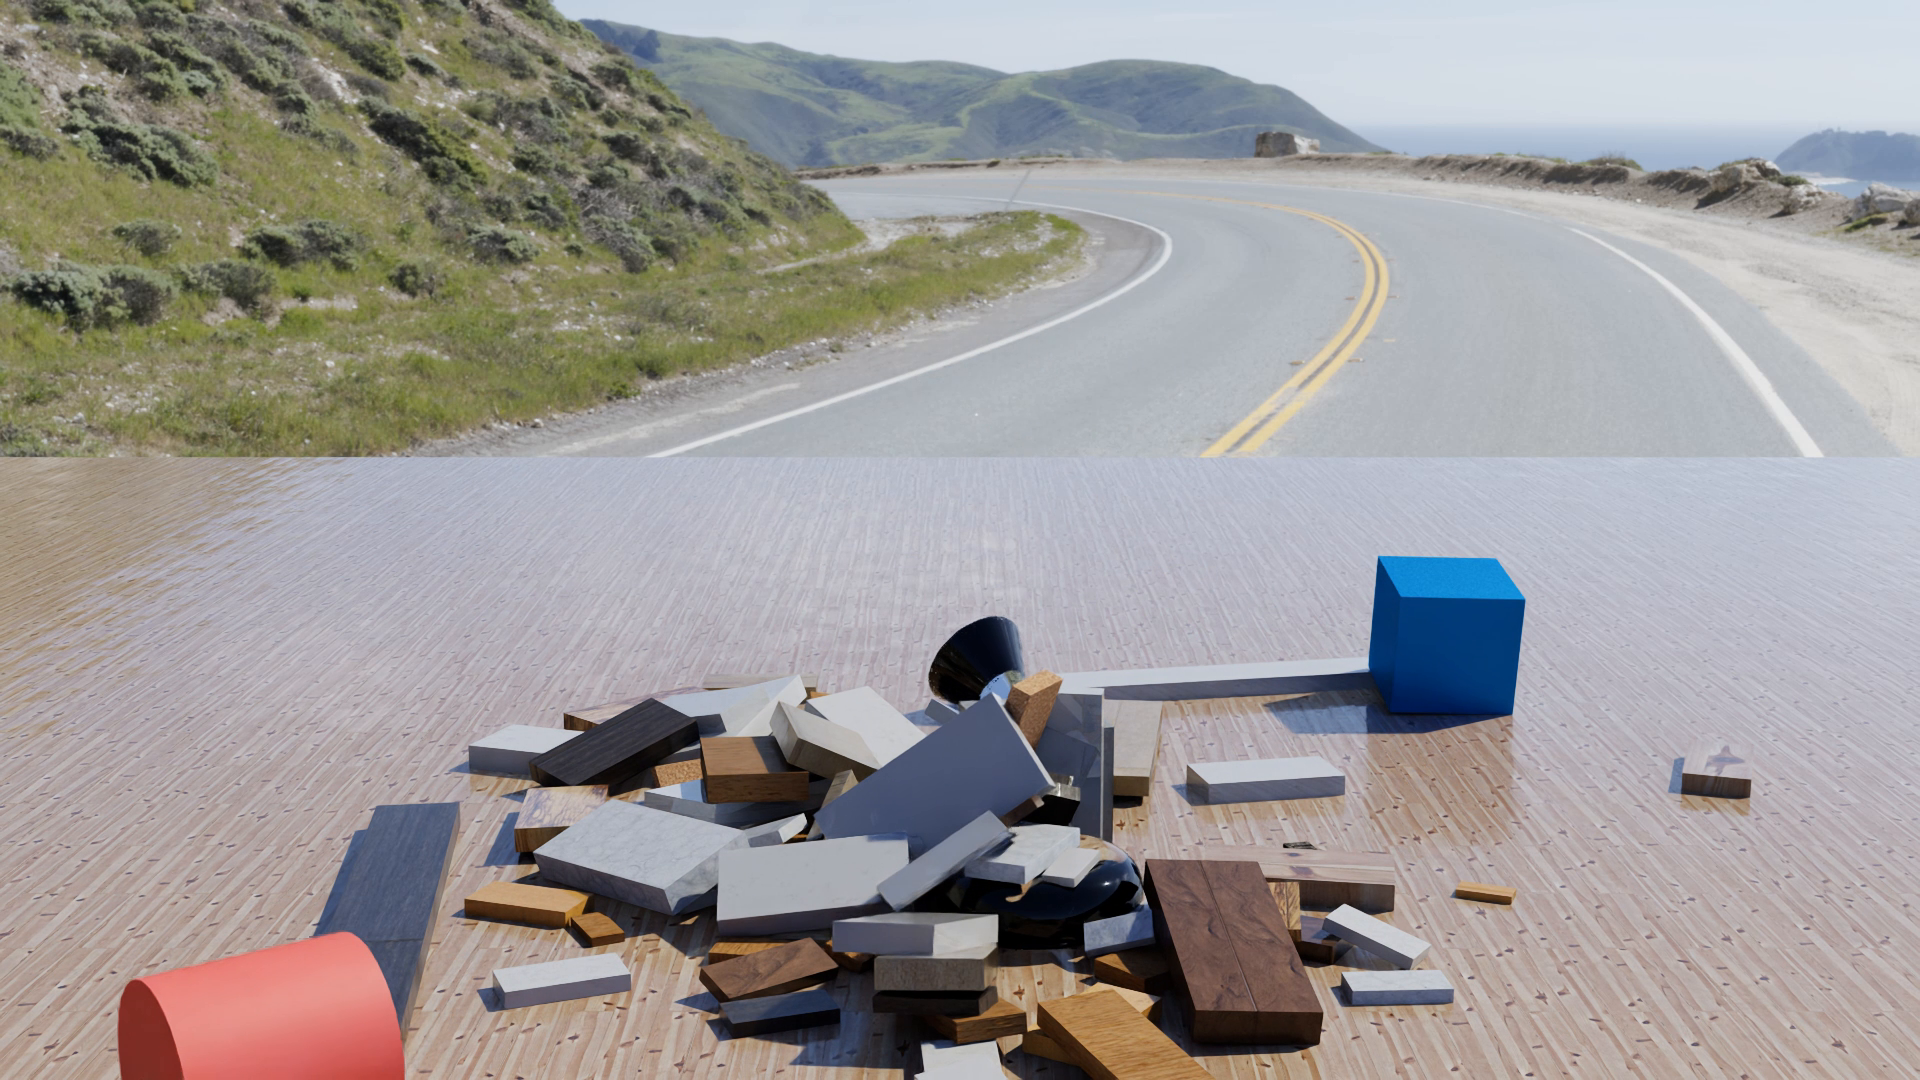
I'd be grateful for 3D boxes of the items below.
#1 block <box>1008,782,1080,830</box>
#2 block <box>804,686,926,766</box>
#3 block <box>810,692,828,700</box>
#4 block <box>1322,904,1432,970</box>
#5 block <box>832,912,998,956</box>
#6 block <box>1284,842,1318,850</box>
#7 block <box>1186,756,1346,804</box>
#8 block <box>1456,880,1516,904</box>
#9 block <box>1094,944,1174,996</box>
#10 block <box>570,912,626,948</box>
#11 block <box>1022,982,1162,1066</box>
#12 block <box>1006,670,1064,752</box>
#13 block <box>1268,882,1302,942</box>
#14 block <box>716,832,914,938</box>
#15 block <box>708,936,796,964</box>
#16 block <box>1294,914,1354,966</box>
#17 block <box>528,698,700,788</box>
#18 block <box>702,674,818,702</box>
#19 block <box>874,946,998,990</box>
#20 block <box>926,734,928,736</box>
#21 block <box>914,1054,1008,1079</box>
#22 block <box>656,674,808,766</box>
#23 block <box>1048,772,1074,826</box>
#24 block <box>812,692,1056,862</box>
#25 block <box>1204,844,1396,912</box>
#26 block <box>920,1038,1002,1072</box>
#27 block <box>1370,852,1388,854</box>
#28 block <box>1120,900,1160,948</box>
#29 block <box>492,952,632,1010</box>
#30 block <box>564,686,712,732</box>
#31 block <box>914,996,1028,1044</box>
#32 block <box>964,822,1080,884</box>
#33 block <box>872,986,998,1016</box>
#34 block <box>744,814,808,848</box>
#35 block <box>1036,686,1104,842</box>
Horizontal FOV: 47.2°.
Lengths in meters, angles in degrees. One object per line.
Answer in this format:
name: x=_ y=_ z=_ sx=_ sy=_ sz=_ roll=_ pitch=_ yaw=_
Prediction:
block: x=0.117 y=0.481 z=3.668 sx=0.105 sy=0.210 sz=0.030 roll=14 pitch=40 yaw=-9
block: x=-0.150 y=0.397 z=4.285 sx=0.157 sy=0.044 sz=0.314 roll=-10 pitch=35 yaw=-41
block: x=-0.233 y=0.381 z=4.403 sx=0.126 sy=0.036 sz=0.251 roll=8 pitch=20 yaw=-11
block: x=0.642 y=0.612 z=3.390 sx=0.149 sy=0.021 sz=0.075 roll=23 pitch=20 yaw=28
block: x=-0.061 y=0.579 z=3.241 sx=0.151 sy=0.043 sz=0.302 roll=-1 pitch=-7 yaw=18
block: x=0.605 y=0.550 z=3.850 sx=0.046 sy=0.013 sz=0.092 roll=-3 pitch=11 yaw=-14
block: x=0.590 y=0.463 z=4.249 sx=0.274 sy=0.039 sz=0.137 roll=-2 pitch=11 yaw=-12
block: x=0.874 y=0.586 z=3.656 sx=0.092 sy=0.013 sz=0.046 roll=5 pitch=11 yaw=23
block: x=0.317 y=0.638 z=3.329 sx=0.211 sy=0.030 sz=0.106 roll=-9 pitch=14 yaw=-39
block: x=-0.575 y=0.616 z=3.485 sx=0.054 sy=0.015 sz=0.108 roll=-5 pitch=12 yaw=-27
block: x=0.188 y=0.681 z=3.095 sx=0.106 sy=0.030 sz=0.211 roll=7 pitch=13 yaw=33
block: x=0.069 y=0.400 z=3.703 sx=0.036 sy=0.373 sz=0.127 roll=28 pitch=21 yaw=21
block: x=0.495 y=0.582 z=3.442 sx=0.075 sy=0.021 sz=0.149 roll=-2 pitch=19 yaw=8
block: x=-0.229 y=0.544 z=3.473 sx=0.302 sy=0.043 sz=0.151 roll=-6 pitch=37 yaw=0
block: x=-0.308 y=0.634 z=3.375 sx=0.141 sy=0.020 sz=0.071 roll=2 pitch=11 yaw=10
block: x=0.503 y=0.616 z=3.448 sx=0.212 sy=0.030 sz=0.106 roll=6 pitch=12 yaw=30
block: x=-0.670 y=0.408 z=4.269 sx=0.297 sy=0.042 sz=0.148 roll=-27 pitch=33 yaw=-37
block: x=-0.450 y=0.334 z=4.950 sx=0.254 sy=0.036 sz=0.127 roll=0 pitch=11 yaw=-2
block: x=-0.030 y=0.614 z=3.167 sx=0.151 sy=0.043 sz=0.302 roll=-1 pitch=-7 yaw=4
block: x=-0.120 y=0.425 z=4.449 sx=0.277 sy=0.039 sz=0.139 roll=7 pitch=13 yaw=34
block: x=0.035 y=0.723 z=2.760 sx=0.103 sy=0.029 sz=0.205 roll=-10 pitch=24 yaw=-27
block: x=-0.456 y=0.374 z=4.424 sx=0.175 sy=0.050 sz=0.351 roll=-14 pitch=13 yaw=22
block: x=0.131 y=0.476 z=3.709 sx=0.105 sy=0.210 sz=0.030 roll=7 pitch=39 yaw=7
block: x=-0.042 y=0.425 z=3.578 sx=0.359 sy=0.180 sz=0.051 roll=-35 pitch=-19 yaw=7
block: x=0.568 y=0.564 z=3.686 sx=0.314 sy=0.044 sz=0.157 roll=2 pitch=11 yaw=10
block: x=0.004 y=0.716 z=2.910 sx=0.103 sy=0.029 sz=0.205 roll=-1 pitch=11 yaw=-4
block: x=0.720 y=0.559 z=3.799 sx=0.046 sy=0.013 sz=0.092 roll=1 pitch=11 yaw=7
block: x=0.337 y=0.583 z=3.488 sx=0.084 sy=0.024 sz=0.303 roll=4 pitch=10 yaw=31
block: x=-0.590 y=0.653 z=3.259 sx=0.186 sy=0.026 sz=0.093 roll=-4 pitch=11 yaw=-22
block: x=-0.656 y=0.376 z=4.689 sx=0.336 sy=0.048 sz=0.168 roll=-10 pitch=15 yaw=-44
block: x=0.008 y=0.665 z=3.097 sx=0.103 sy=0.029 sz=0.205 roll=-4 pitch=2 yaw=-20
block: x=0.100 y=0.495 z=3.494 sx=0.105 sy=0.030 sz=0.210 roll=3 pitch=11 yaw=27
block: x=-0.034 y=0.642 z=3.074 sx=0.157 sy=0.022 sz=0.079 roll=-3 pitch=2 yaw=20
block: x=-0.347 y=0.508 z=3.739 sx=0.166 sy=0.023 sz=0.083 roll=-19 pitch=4 yaw=30
block: x=0.166 y=0.410 z=3.779 sx=0.157 sy=0.314 sz=0.044 roll=2 pitch=11 yaw=9
